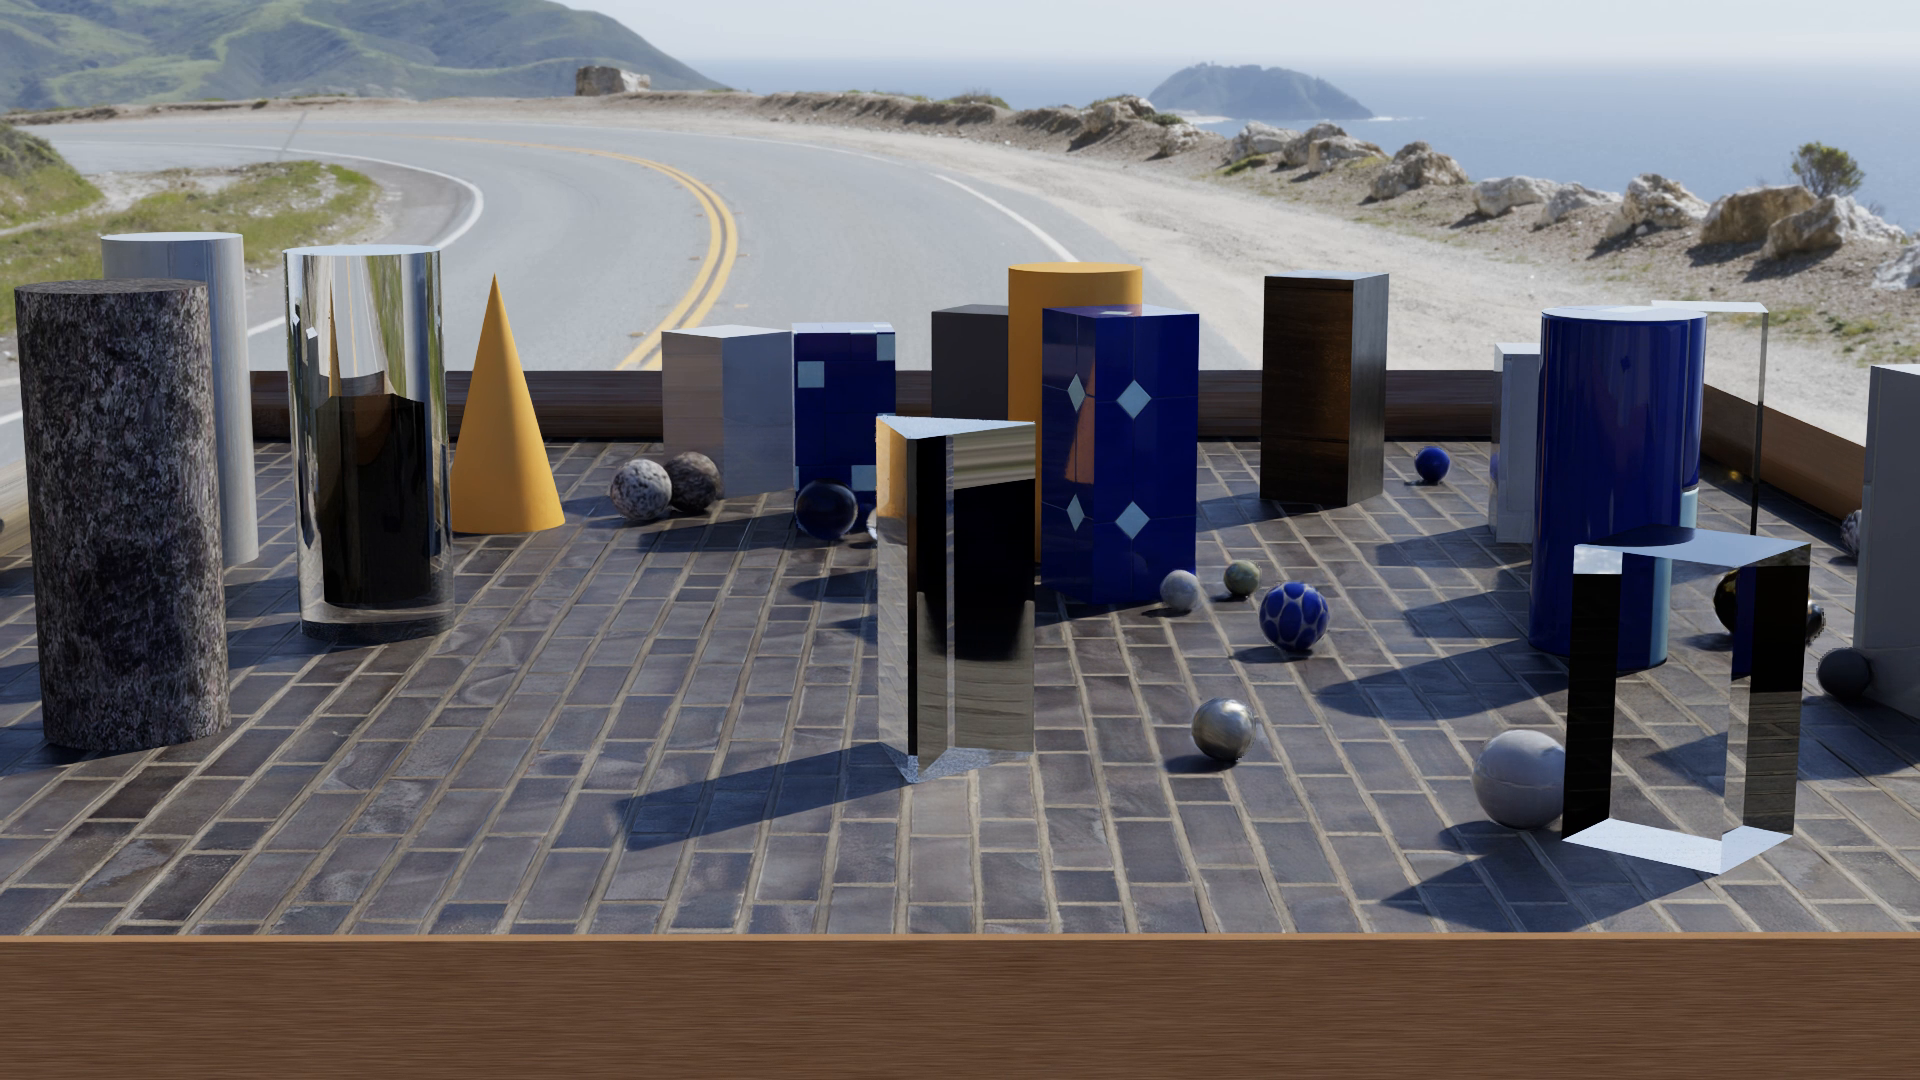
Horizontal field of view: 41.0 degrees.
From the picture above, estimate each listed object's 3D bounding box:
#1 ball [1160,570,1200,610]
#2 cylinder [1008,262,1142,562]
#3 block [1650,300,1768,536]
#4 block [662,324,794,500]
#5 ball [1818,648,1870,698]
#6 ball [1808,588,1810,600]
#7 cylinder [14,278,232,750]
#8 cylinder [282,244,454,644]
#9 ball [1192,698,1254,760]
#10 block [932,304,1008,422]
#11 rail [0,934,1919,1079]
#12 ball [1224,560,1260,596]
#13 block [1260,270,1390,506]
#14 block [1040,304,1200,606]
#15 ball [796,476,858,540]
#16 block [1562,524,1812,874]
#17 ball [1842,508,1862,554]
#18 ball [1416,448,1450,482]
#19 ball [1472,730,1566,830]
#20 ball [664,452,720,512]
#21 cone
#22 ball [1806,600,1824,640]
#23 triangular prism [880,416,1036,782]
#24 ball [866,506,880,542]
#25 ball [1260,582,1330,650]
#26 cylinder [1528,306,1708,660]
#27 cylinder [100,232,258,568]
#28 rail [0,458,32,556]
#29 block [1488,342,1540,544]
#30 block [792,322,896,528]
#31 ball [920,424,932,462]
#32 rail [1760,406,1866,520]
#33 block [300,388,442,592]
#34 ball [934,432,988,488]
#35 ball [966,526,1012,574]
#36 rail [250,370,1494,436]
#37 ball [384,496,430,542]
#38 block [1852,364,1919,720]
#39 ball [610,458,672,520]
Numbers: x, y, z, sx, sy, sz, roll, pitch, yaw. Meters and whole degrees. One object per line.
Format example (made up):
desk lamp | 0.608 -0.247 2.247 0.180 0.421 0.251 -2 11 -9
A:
ball | 0.298 0.068 3.473 0.055 0.055 0.055 0 10 0
cylinder | 0.172 -0.194 3.855 0.200 0.431 0.200 0 10 0
block | 1.116 -0.165 3.860 0.160 0.373 0.160 2 11 13
block | -0.402 -0.225 4.453 0.160 0.276 0.160 10 14 43
ball | 1.031 0.156 2.990 0.058 0.058 0.058 0 10 0
ball | 1.062 0.071 3.353 0.093 0.093 0.093 0 10 0
cylinder | -0.917 -0.033 2.819 0.200 0.492 0.200 0 10 0
cylinder | -0.766 -0.129 3.333 0.200 0.494 0.200 0 10 0
ball | 0.279 0.200 2.727 0.066 0.066 0.066 0 10 0
block | 0.057 -0.262 4.585 0.160 0.300 0.160 5 12 26
rail | 0.010 0.335 1.817 2.880 0.130 0.045 0 10 0
ball | 0.392 0.053 3.568 0.051 0.051 0.051 0 10 0
block | 0.620 -0.262 4.369 0.160 0.379 0.160 6 12 30
block | 0.221 -0.123 3.575 0.160 0.393 0.160 -5 11 -24
ball | -0.207 -0.049 3.988 0.098 0.098 0.098 0 10 0
block | 0.686 0.144 2.426 0.160 0.286 0.160 9 14 40
ball | 1.362 -0.011 3.846 0.075 0.075 0.075 0 10 0
ball | 0.838 -0.134 4.549 0.061 0.061 0.061 0 10 0
ball | 0.544 0.231 2.475 0.097 0.097 0.097 0 10 0
ball | -0.446 -0.096 4.242 0.099 0.099 0.099 0 10 0
cone | -0.738 -0.227 4.106 0.200 0.405 0.200 0 10 0
ball | 1.076 0.102 3.287 0.056 0.056 0.056 0 10 0
triangular prism | -0.036 0.054 2.719 0.173 0.358 0.150 -9 14 -42
ball | -0.115 -0.025 3.967 0.060 0.060 0.060 0 10 0
ball | 0.421 0.095 3.236 0.087 0.087 0.087 0 10 0
cylinder | 0.824 -0.074 3.223 0.200 0.424 0.200 0 10 0
cylinder | -1.153 -0.208 3.799 0.200 0.480 0.200 0 10 0
rail | -1.416 0.035 3.441 0.045 0.130 3.365 0 10 0
block | 0.919 -0.153 4.014 0.160 0.293 0.160 1 11 7
block | -0.189 -0.187 4.145 0.160 0.313 0.160 -1 11 -5
ball | -0.035 -0.179 4.745 0.079 0.079 0.079 0 10 0
rail | 1.416 0.032 3.457 0.045 0.130 3.365 0 10 0
block | -0.835 -0.072 3.651 0.160 0.266 0.160 0 10 -3
ball | 0.002 -0.139 4.482 0.096 0.096 0.096 0 10 0
ball | 0.042 0.015 3.722 0.069 0.069 0.069 0 10 0
rail | -0.010 -0.268 5.080 2.880 0.130 0.045 0 10 0
ball | -0.858 -0.033 3.977 0.070 0.070 0.070 0 10 0
block | 1.148 -0.001 2.939 0.160 0.385 0.160 -2 11 -12
ball | -0.517 -0.082 4.160 0.100 0.100 0.100 0 10 0
